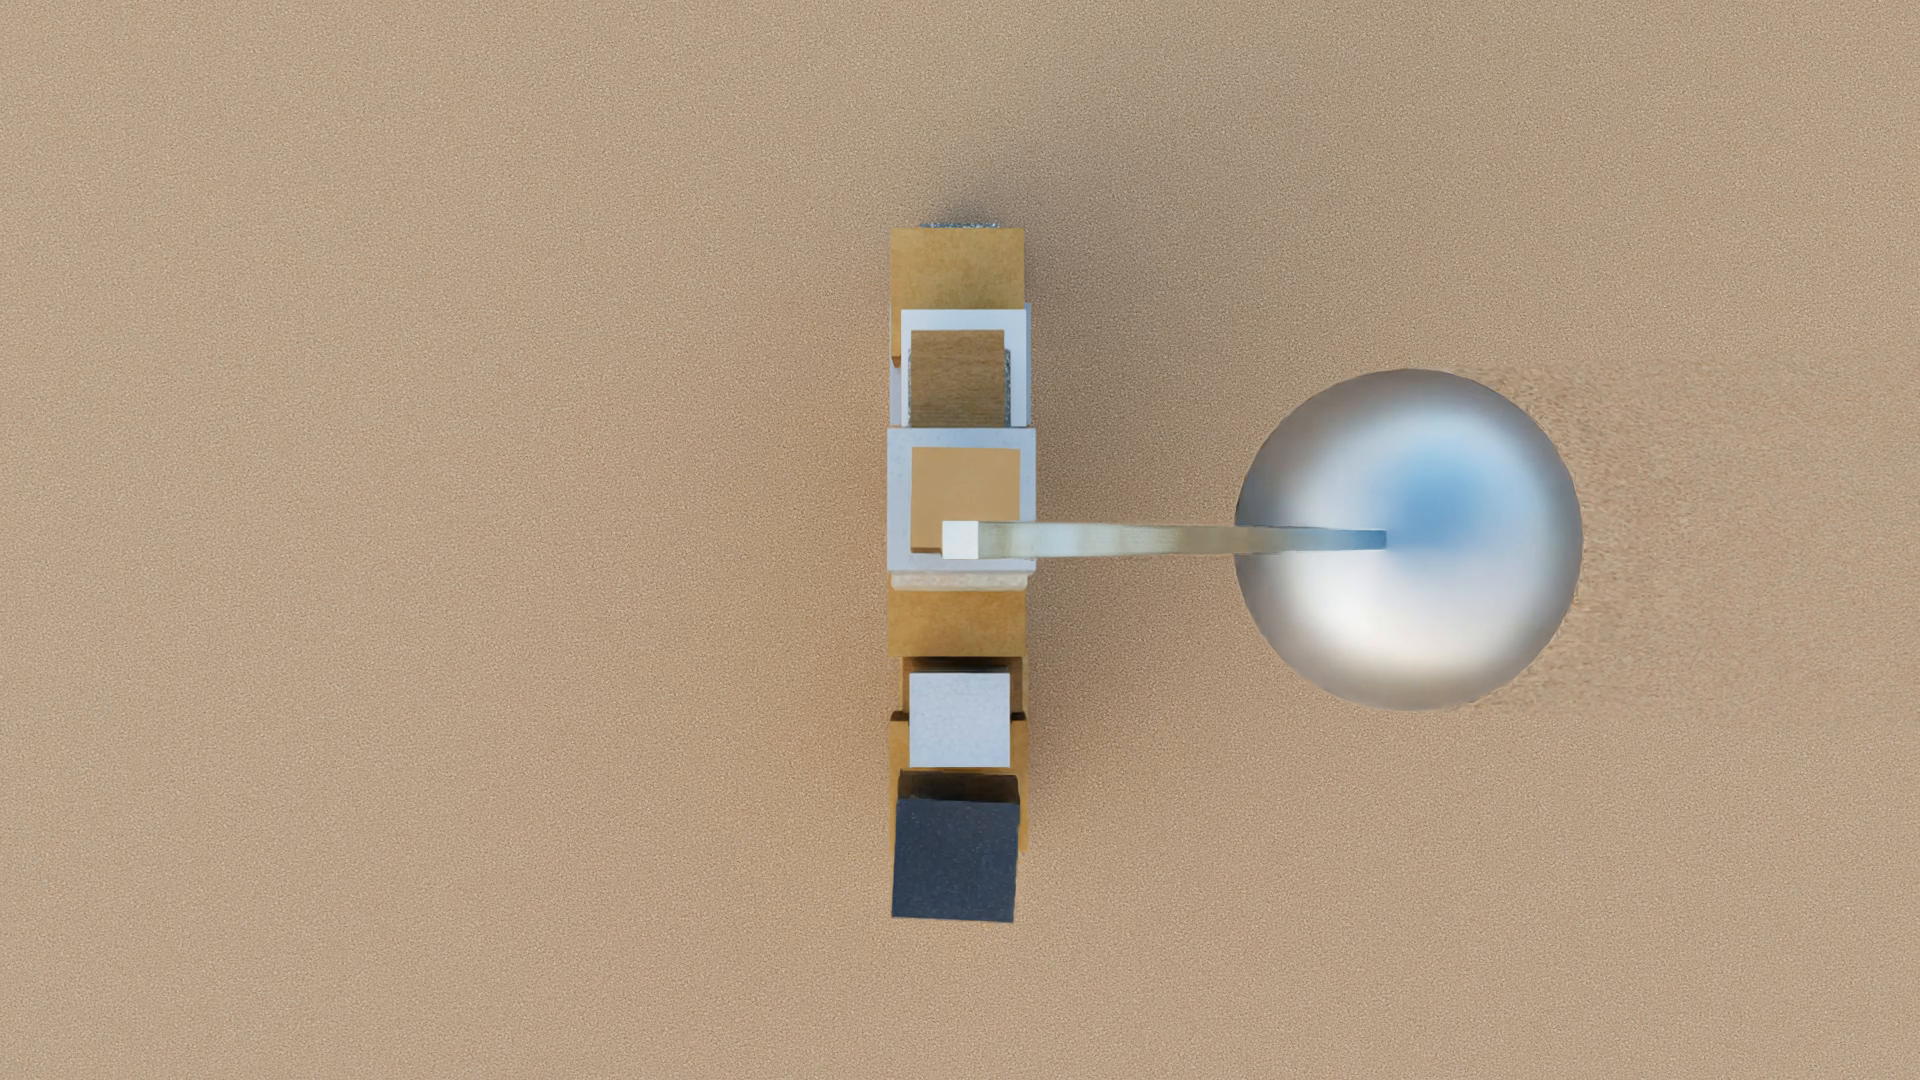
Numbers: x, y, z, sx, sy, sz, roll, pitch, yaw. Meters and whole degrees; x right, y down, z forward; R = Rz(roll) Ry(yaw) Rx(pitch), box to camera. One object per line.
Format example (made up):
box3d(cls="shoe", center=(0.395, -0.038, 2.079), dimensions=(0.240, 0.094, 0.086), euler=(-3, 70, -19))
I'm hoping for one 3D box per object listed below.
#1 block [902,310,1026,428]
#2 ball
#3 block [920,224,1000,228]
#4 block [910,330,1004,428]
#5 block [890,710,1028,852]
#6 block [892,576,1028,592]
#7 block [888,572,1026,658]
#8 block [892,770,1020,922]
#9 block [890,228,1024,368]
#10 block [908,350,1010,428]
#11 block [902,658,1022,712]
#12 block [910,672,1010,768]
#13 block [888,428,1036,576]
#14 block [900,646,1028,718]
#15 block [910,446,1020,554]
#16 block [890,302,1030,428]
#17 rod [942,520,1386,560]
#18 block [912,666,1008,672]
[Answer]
box3d(cls="block", center=(0.019, -0.857, 11.315), dimensions=(0.624, 0.606, 0.588), euler=(0, 89, 0))
box3d(cls="ball", center=(2.074, 0.000, 10.240), dimensions=(1.600, 1.600, 1.600), euler=(0, 90, 0))
box3d(cls="block", center=(-0.002, -1.572, 12.764), dimensions=(0.450, 0.471, 0.466), euler=(0, 90, 0))
box3d(cls="block", center=(-0.011, -0.715, 10.255), dimensions=(0.426, 0.439, 0.475), euler=(0, 88, 0))
box3d(cls="block", center=(-0.007, 1.297, 11.962), dimensions=(0.730, 0.730, 0.684), euler=(0, 90, 0))
box3d(cls="block", center=(-0.005, -0.072, 10.659), dimensions=(0.638, 0.681, 0.615), euler=(0, 86, 0))
box3d(cls="block", center=(-0.015, 0.276, 11.325), dimensions=(0.687, 0.689, 0.653), euler=(0, 87, 0))
box3d(cls="block", center=(-0.023, 1.543, 11.143), dimensions=(0.606, 0.556, 0.606), euler=(3, 98, -1))
box3d(cls="block", center=(-0.014, -1.308, 11.972), dimensions=(0.704, 0.697, 0.679), euler=(0, 89, 0))
box3d(cls="block", center=(-0.003, -0.640, 10.738), dimensions=(0.490, 0.532, 0.515), euler=(0, 88, 0))
box3d(cls="block", center=(0.014, 0.612, 11.989), dimensions=(0.635, 0.675, 0.643), euler=(0, 87, 0))
box3d(cls="block", center=(-0.001, 0.890, 10.966), dimensions=(0.489, 0.491, 0.456), euler=(0, 87, 0))
box3d(cls="block", center=(0.007, -0.166, 10.055), dimensions=(0.660, 0.537, 0.634), euler=(0, 86, 0))
box3d(cls="block", center=(0.020, 0.950, 12.664), dimensions=(0.721, 0.673, 0.691), euler=(0, 90, 0))
box3d(cls="block", center=(0.019, -0.159, 9.272), dimensions=(0.448, 0.434, 0.416), euler=(1, 86, -1))
box3d(cls="block", center=(0.002, -0.987, 12.660), dimensions=(0.788, 0.679, 0.683), euler=(0, 90, 0))
box3d(cls="rod", center=(0.899, 0.000, 7.050), dimensions=(0.080, 5.200, 0.080), euler=(0, 90, 20))
box3d(cls="block", center=(0.002, 0.879, 11.406), dimensions=(0.481, 0.388, 0.443), euler=(-1, 87, 0))
